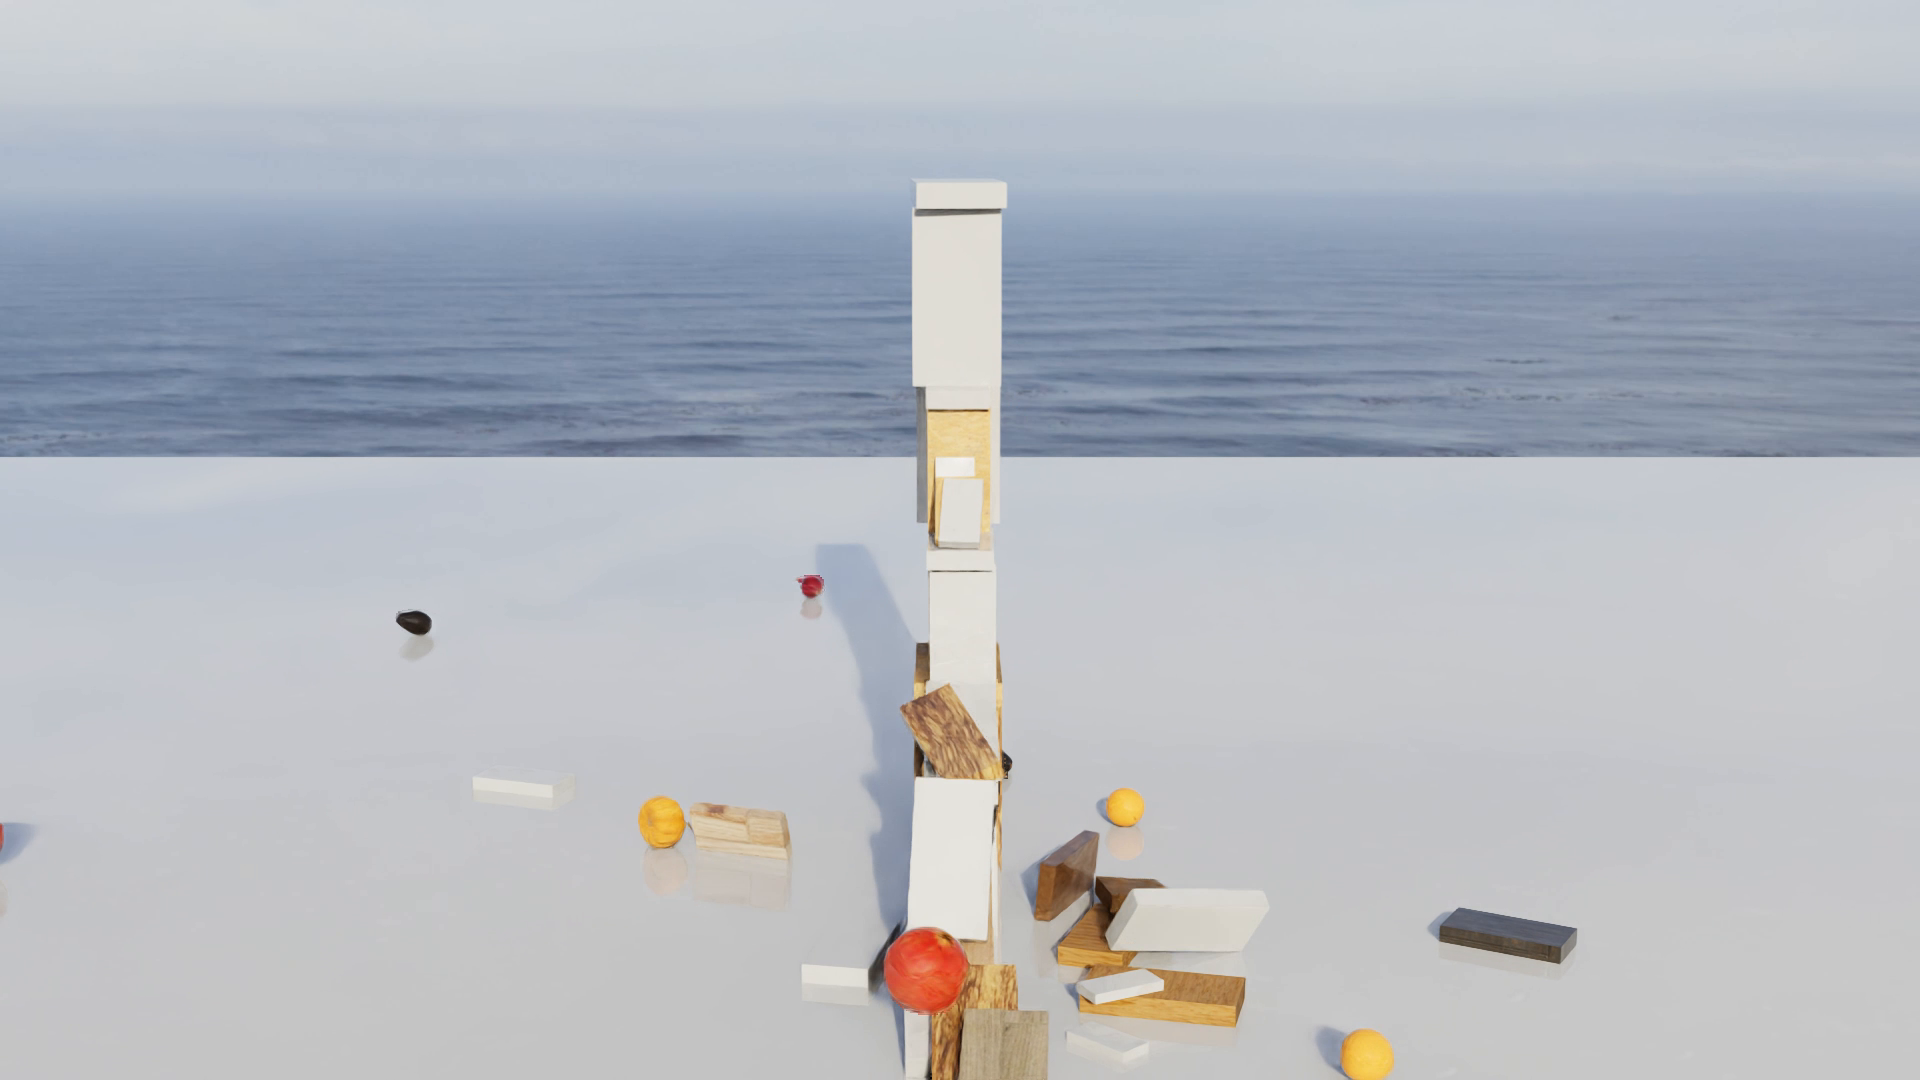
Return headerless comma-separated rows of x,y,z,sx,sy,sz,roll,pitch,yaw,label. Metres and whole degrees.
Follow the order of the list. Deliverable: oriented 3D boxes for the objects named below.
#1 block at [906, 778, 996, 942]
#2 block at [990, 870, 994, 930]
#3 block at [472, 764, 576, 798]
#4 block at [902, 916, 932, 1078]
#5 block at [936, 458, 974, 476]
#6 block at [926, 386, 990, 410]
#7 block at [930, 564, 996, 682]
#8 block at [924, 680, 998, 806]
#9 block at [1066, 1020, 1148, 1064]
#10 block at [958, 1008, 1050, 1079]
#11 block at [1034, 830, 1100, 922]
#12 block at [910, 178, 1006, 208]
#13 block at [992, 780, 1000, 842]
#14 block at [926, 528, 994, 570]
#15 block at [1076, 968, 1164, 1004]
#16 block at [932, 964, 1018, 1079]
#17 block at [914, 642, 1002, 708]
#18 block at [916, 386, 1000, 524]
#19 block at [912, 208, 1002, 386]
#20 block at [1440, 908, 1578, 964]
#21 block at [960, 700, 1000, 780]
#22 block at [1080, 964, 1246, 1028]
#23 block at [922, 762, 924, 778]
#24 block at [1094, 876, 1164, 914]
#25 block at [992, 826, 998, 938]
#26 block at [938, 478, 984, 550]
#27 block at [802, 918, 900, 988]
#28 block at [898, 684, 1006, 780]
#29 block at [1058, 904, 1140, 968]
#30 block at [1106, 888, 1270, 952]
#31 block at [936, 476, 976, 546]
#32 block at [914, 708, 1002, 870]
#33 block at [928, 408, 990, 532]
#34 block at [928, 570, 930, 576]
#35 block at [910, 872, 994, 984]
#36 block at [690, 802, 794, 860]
-0.012,0.454,3.127,0.113,0.226,0.032,2,-17,3,block
-0.008,0.549,3.382,0.114,0.229,0.032,0,-34,-1,block
-0.844,0.467,4.261,0.175,0.025,0.087,4,11,19,block
-0.020,0.636,3.086,0.117,0.033,0.307,0,28,-2,block
-0.008,-0.072,3.662,0.065,0.130,0.018,0,-7,0,block
-0.005,-0.251,3.748,0.105,0.030,0.211,0,10,-1,block
0.005,0.229,3.605,0.108,0.379,0.031,0,9,0,block
0.002,0.314,3.441,0.113,0.032,0.310,0,27,0,block
0.205,0.697,3.054,0.053,0.015,0.105,-10,15,-44,block
0.054,0.705,2.775,0.112,0.032,0.345,1,22,3,block
0.177,0.551,3.615,0.027,0.095,0.190,11,14,23,block
-0.006,-0.595,3.771,0.149,0.042,0.298,-1,11,-3,block
-0.003,0.419,3.334,0.113,0.032,0.226,3,33,4,block
0.001,0.014,3.639,0.108,0.031,0.217,0,10,0,block
0.231,0.643,3.169,0.115,0.015,0.053,-5,12,-27,block
0.021,0.661,2.967,0.117,0.033,0.234,0,28,-1,block
-0.003,0.234,3.844,0.148,0.042,0.297,0,11,0,block
-0.003,-0.313,3.921,0.149,0.567,0.042,0,10,1,block
-0.005,-0.410,3.708,0.149,0.298,0.042,0,10,1,block
0.858,0.618,3.443,0.190,0.027,0.095,6,12,30,block
0.007,0.308,3.388,0.095,0.027,0.190,-2,27,-4,block
0.295,0.661,3.198,0.225,0.032,0.112,3,11,14,block
-0.005,0.405,3.415,0.114,0.032,0.229,2,35,3,block
0.281,0.574,3.547,0.102,0.029,0.204,4,-1,-3,block
0.001,0.511,3.471,0.114,0.229,0.032,0,-6,-1,block
0.002,-0.043,3.581,0.065,0.018,0.130,2,52,3,block
-0.166,0.631,3.371,0.102,0.029,0.204,2,11,11,block
-0.014,0.302,3.323,0.087,0.025,0.266,-24,27,-7,block
0.232,0.619,3.432,0.102,0.029,0.204,4,11,19,block
0.346,0.578,3.344,0.225,0.113,0.032,5,43,-22,block
-0.007,-0.048,3.609,0.065,0.018,0.131,0,52,0,block
-0.003,0.419,3.778,0.148,0.297,0.042,0,11,0,block
-0.002,-0.119,3.698,0.105,0.211,0.030,0,10,0,block
-0.003,-0.093,3.839,0.105,0.314,0.030,0,11,0,block
-0.012,0.551,3.174,0.117,0.033,0.234,0,28,0,block
-0.383,0.510,3.852,0.175,0.087,0.025,4,31,20,block
